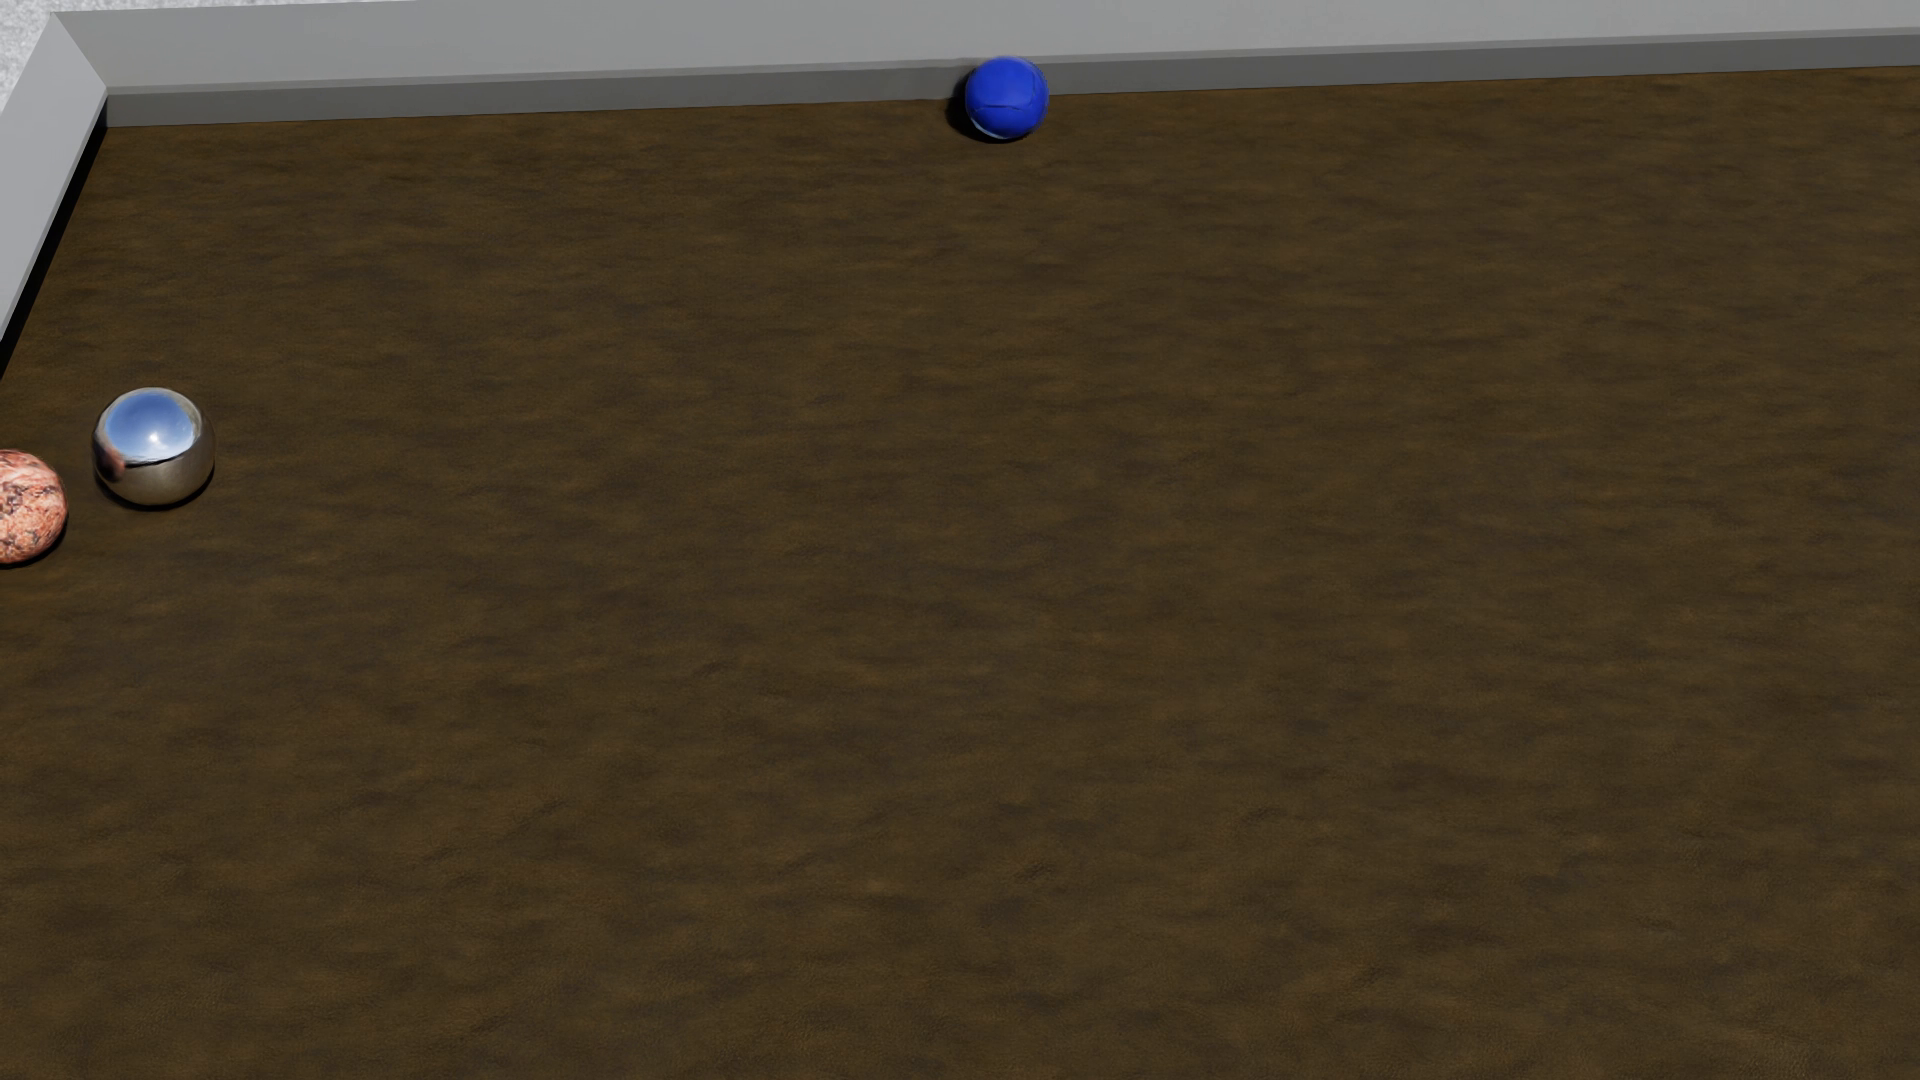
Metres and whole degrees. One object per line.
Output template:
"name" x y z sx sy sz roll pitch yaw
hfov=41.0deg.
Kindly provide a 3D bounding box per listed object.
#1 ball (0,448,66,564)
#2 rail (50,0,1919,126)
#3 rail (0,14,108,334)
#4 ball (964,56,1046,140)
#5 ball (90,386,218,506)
"ball" -0.644 -0.022 1.732 0.078 0.078 0.078 0 36 0
"rail" 0.673 -0.464 2.317 2.920 0.109 0.045 -3 36 -4
"rail" -0.704 0.016 1.651 0.045 0.109 1.473 -3 36 -4
"ball" 0.040 -0.387 2.244 0.072 0.072 0.072 0 36 0
"ball" -0.561 -0.065 1.787 0.084 0.084 0.084 0 36 0
